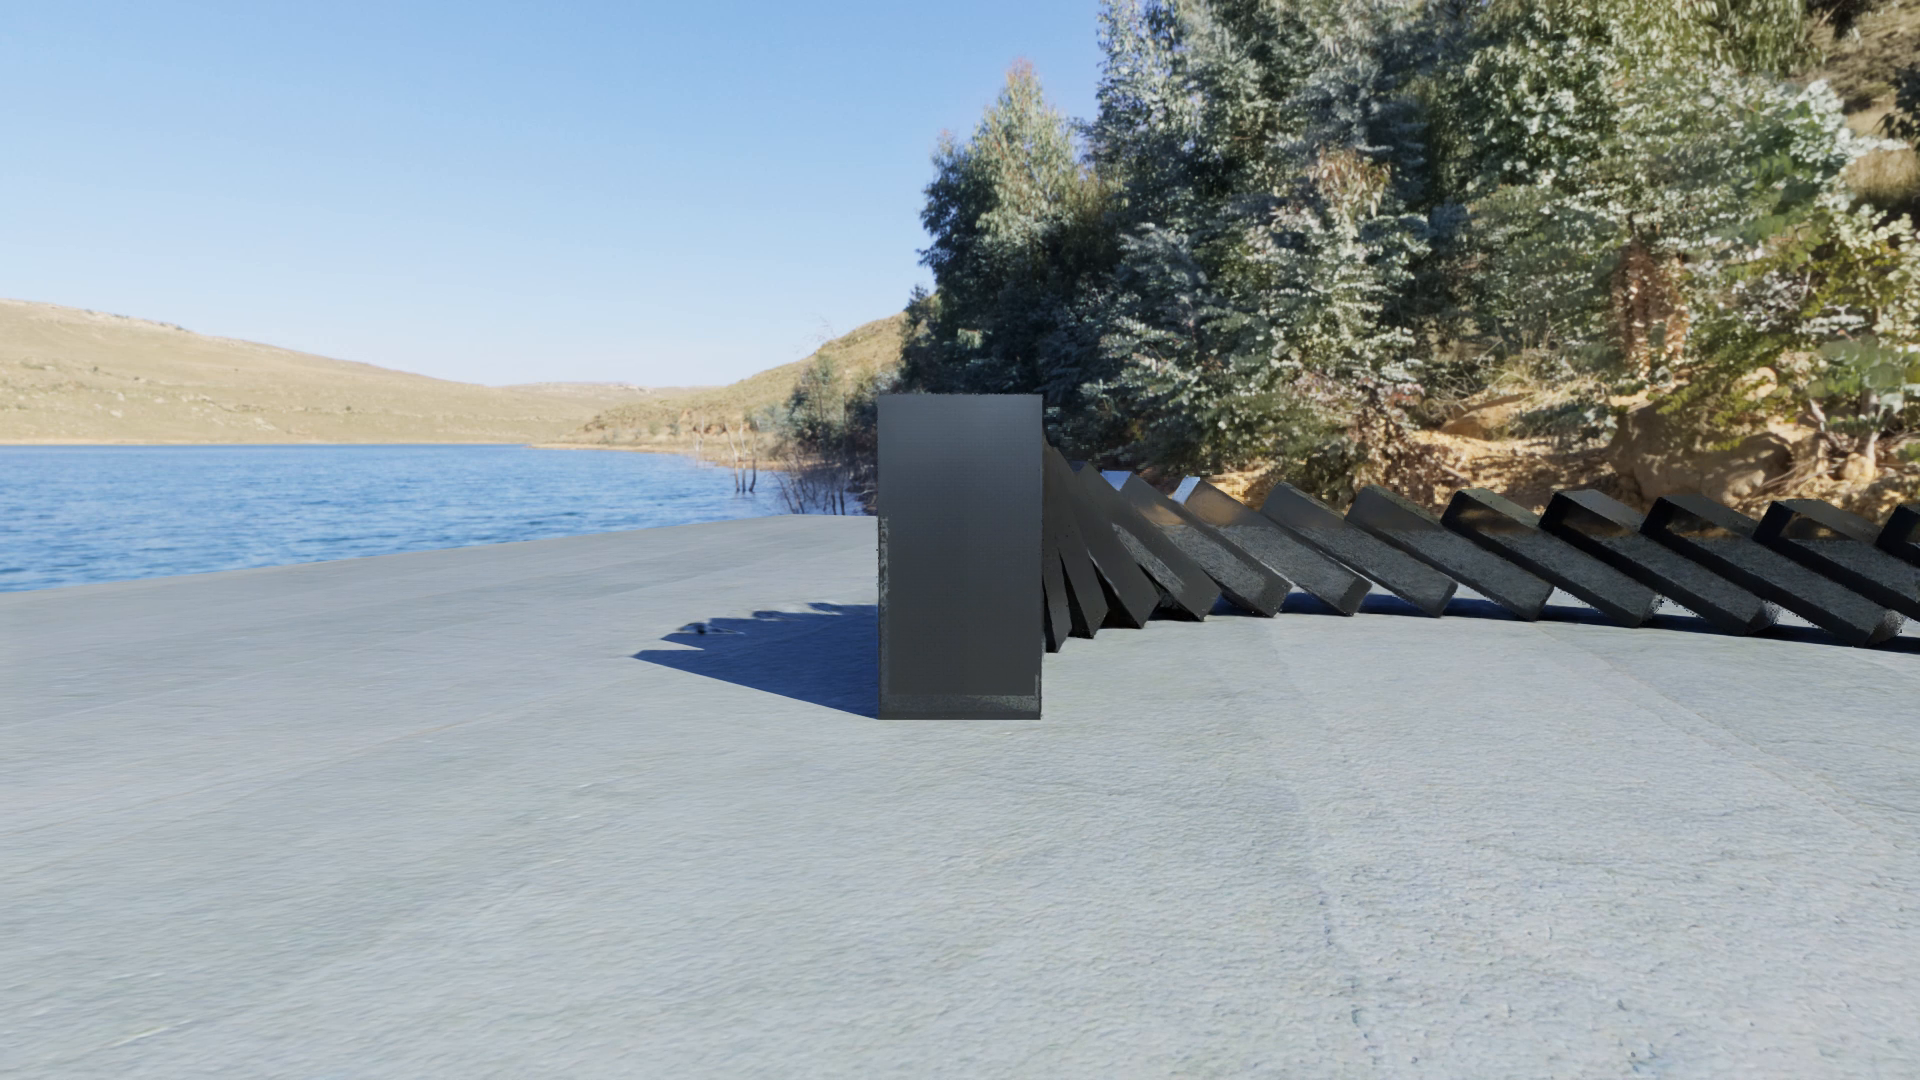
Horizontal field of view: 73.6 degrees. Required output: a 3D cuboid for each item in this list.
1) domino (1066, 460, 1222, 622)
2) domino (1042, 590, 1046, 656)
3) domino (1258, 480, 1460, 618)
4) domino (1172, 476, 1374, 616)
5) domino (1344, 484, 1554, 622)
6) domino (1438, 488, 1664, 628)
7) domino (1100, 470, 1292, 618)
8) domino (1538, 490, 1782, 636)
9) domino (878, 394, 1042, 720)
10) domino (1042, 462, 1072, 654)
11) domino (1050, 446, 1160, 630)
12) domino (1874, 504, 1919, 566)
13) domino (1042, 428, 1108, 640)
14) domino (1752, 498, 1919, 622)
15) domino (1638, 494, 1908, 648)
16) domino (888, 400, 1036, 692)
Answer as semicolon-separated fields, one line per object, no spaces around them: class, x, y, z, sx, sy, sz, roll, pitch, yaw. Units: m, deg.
domino;0.038;0.000;0.309;0.050;0.010;0.025;41;-14;-24
domino;0.002;-0.001;0.242;0.025;0.050;0.010;1;17;16
domino;0.102;0.001;0.329;0.050;0.009;0.025;31;13;13
domino;0.078;0.001;0.328;0.050;0.009;0.025;31;5;-1
domino;0.124;0.002;0.324;0.050;0.010;0.025;32;16;19
domino;0.147;0.003;0.316;0.050;0.010;0.025;34;22;29
domino;0.057;0.001;0.322;0.050;0.009;0.025;34;-2;-10
domino;0.167;0.004;0.305;0.025;0.010;0.050;-4;33;-44
domino;0.000;0.002;0.201;0.025;0.050;0.010;0;4;0
domino;0.006;-0.001;0.259;0.025;0.050;0.010;2;30;26
domino;0.023;0.000;0.293;0.025;0.010;0.050;5;-38;48
domino;0.215;0.008;0.256;0.025;0.010;0.050;-3;31;-34
domino;0.012;-0.001;0.276;0.025;0.050;0.009;3;42;34
domino;0.200;0.007;0.273;0.025;0.010;0.050;-3;31;-38
domino;0.184;0.006;0.289;0.025;0.009;0.050;-4;32;-41
domino;0.000;0.001;0.224;0.025;0.050;0.010;0;4;3
